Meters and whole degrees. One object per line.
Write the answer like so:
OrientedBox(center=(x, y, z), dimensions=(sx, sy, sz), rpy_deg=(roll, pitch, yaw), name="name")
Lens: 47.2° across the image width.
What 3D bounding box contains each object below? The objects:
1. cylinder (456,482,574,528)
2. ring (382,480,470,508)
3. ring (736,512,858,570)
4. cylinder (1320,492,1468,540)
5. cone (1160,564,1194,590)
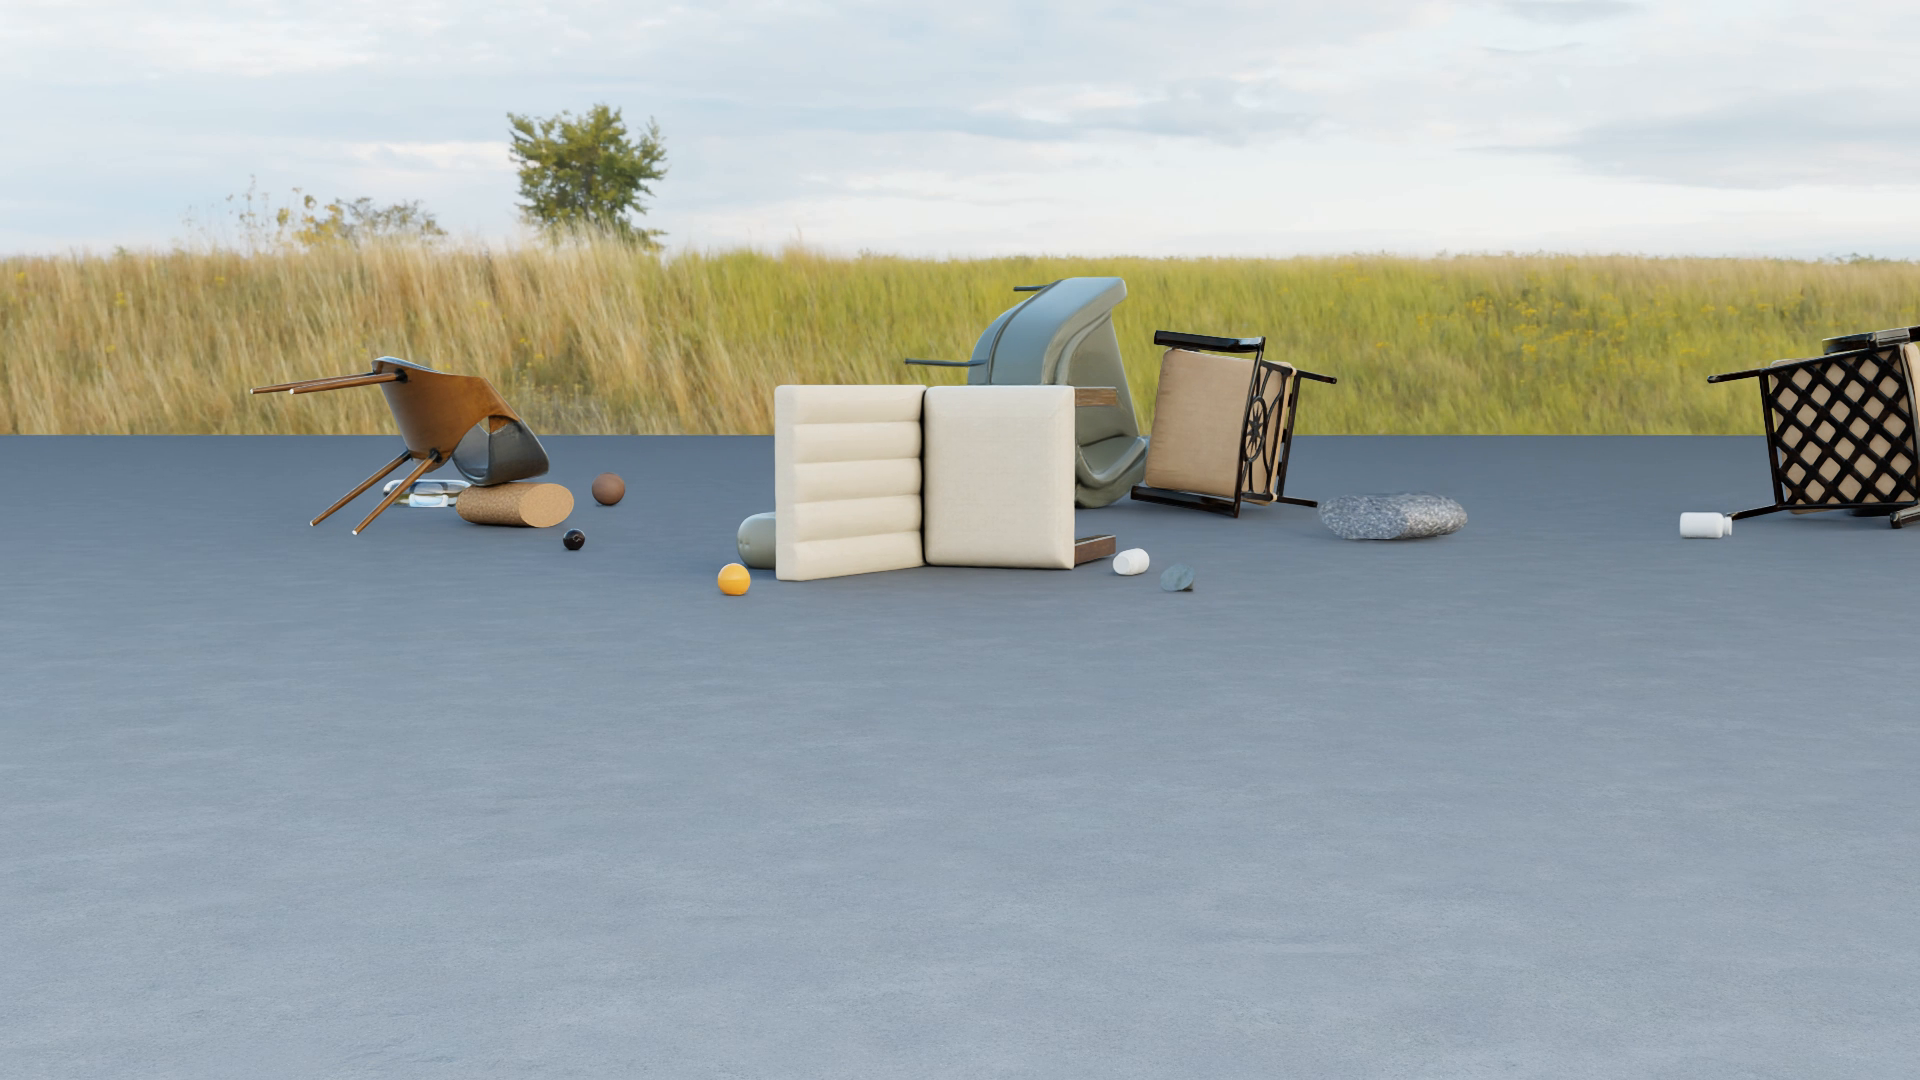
OrientedBox(center=(-1.467, -0.119, 7.248), dimensions=(0.312, 0.141, 0.235), rpy_deg=(3, 10, 38), name="cylinder")
OrientedBox(center=(-2.038, -0.180, 8.440), dimensions=(0.342, 0.100, 0.272), rpy_deg=(0, 3, -11), name="ring")
OrientedBox(center=(-0.412, 0.001, 5.582), dimensions=(0.330, 0.133, 0.262), rpy_deg=(-4, 7, -39), name="ring")
OrientedBox(center=(1.308, -0.074, 6.638), dimensions=(0.314, 0.133, 0.319), rpy_deg=(-4, 9, -45), name="cylinder")
OrientedBox(center=(0.503, 0.097, 4.916), dimensions=(0.052, 0.070, 0.127), rpy_deg=(36, -11, -25), name="cone")
